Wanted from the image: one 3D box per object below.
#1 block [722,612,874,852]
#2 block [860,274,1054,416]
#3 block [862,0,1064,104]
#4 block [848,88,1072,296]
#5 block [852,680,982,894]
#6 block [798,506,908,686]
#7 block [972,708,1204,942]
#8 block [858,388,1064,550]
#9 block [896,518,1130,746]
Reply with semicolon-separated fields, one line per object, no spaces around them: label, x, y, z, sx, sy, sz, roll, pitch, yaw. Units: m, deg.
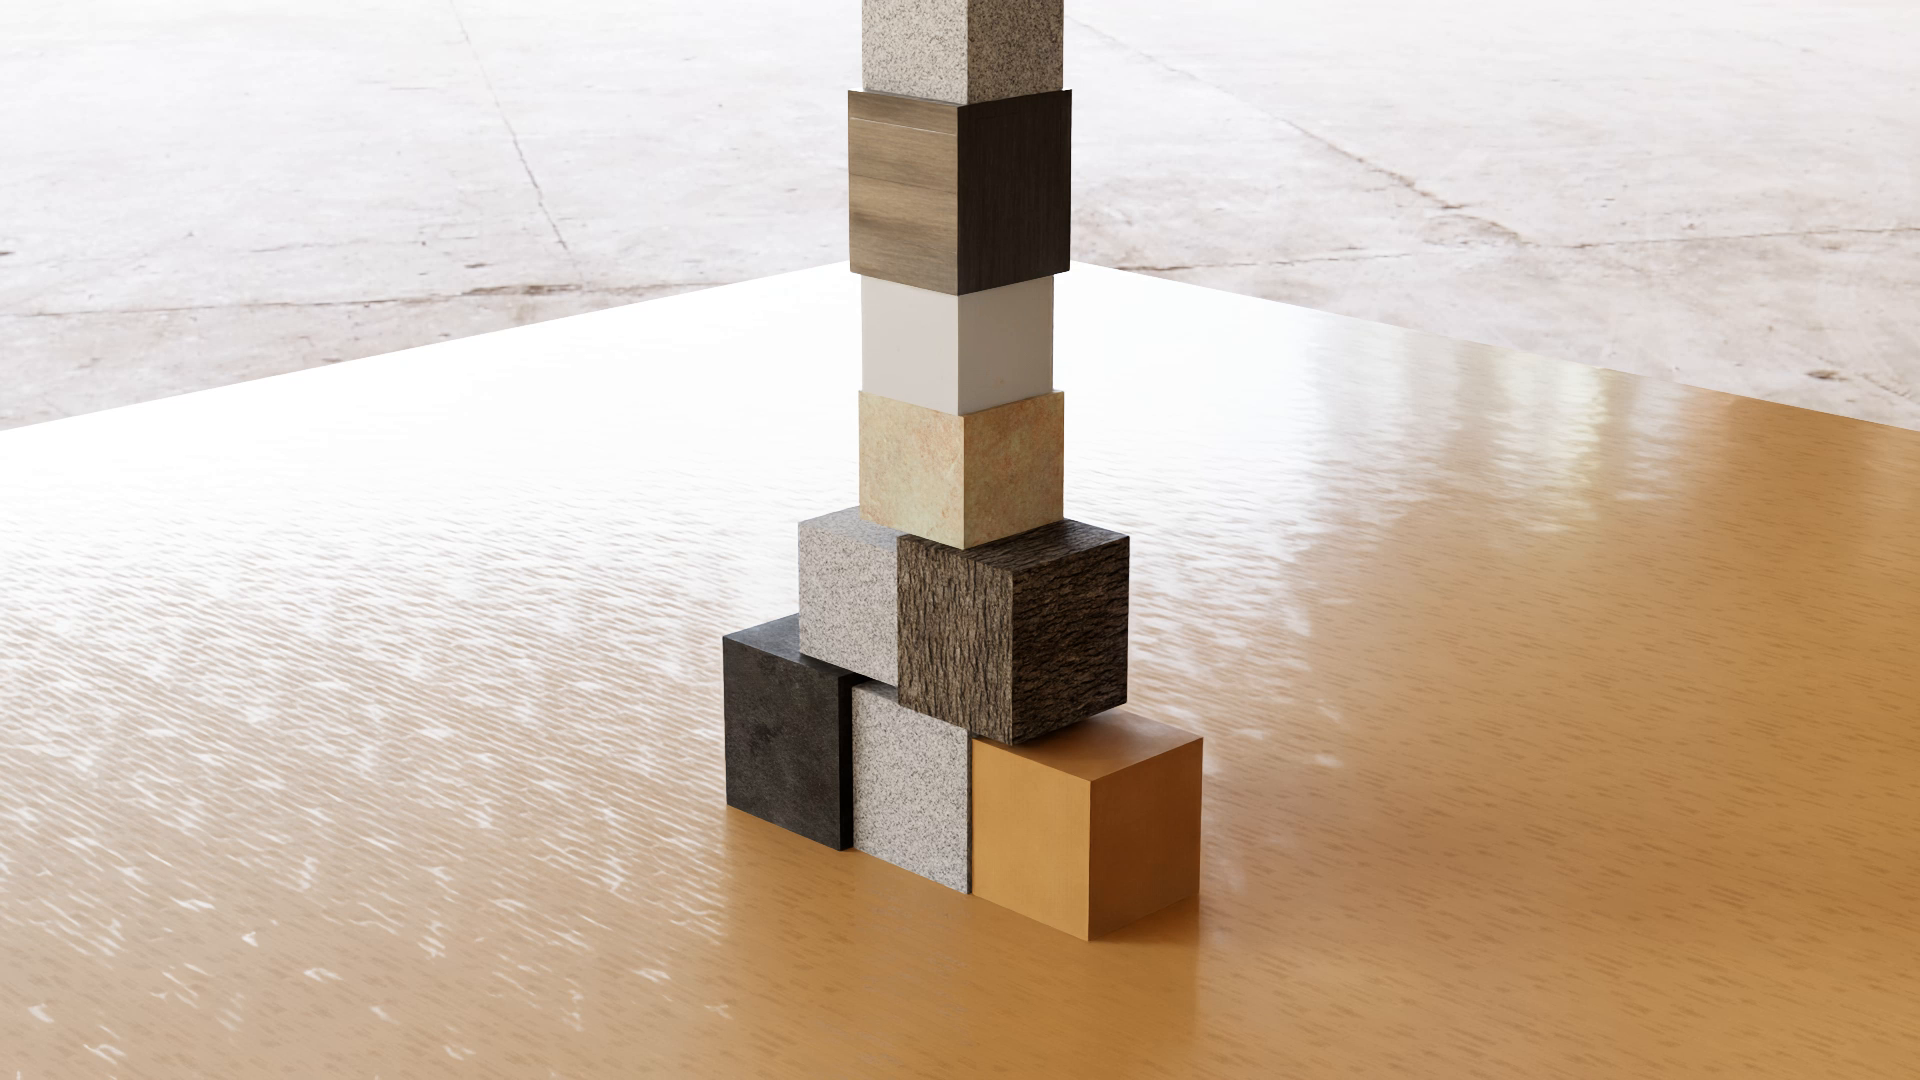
block;-0.528;0.862;14.156;0.903;0.867;0.814;-17;24;-42
block;-0.011;-0.925;13.040;0.603;0.542;0.607;-17;24;-42
block;0.011;-2.252;12.646;0.590;0.609;0.645;-17;24;-42
block;0.000;-1.572;12.848;0.707;0.809;0.675;-17;24;-42
block;0.049;1.054;13.649;0.800;0.804;0.749;-17;24;-42
block;-0.267;0.225;13.673;0.679;0.639;0.699;-17;24;-42
block;0.569;1.238;13.154;0.744;0.751;0.712;-17;24;-42
block;0.006;-0.384;13.228;0.643;0.602;0.669;-17;24;-42
block;0.238;0.363;13.180;0.753;0.795;0.719;-17;24;-42
